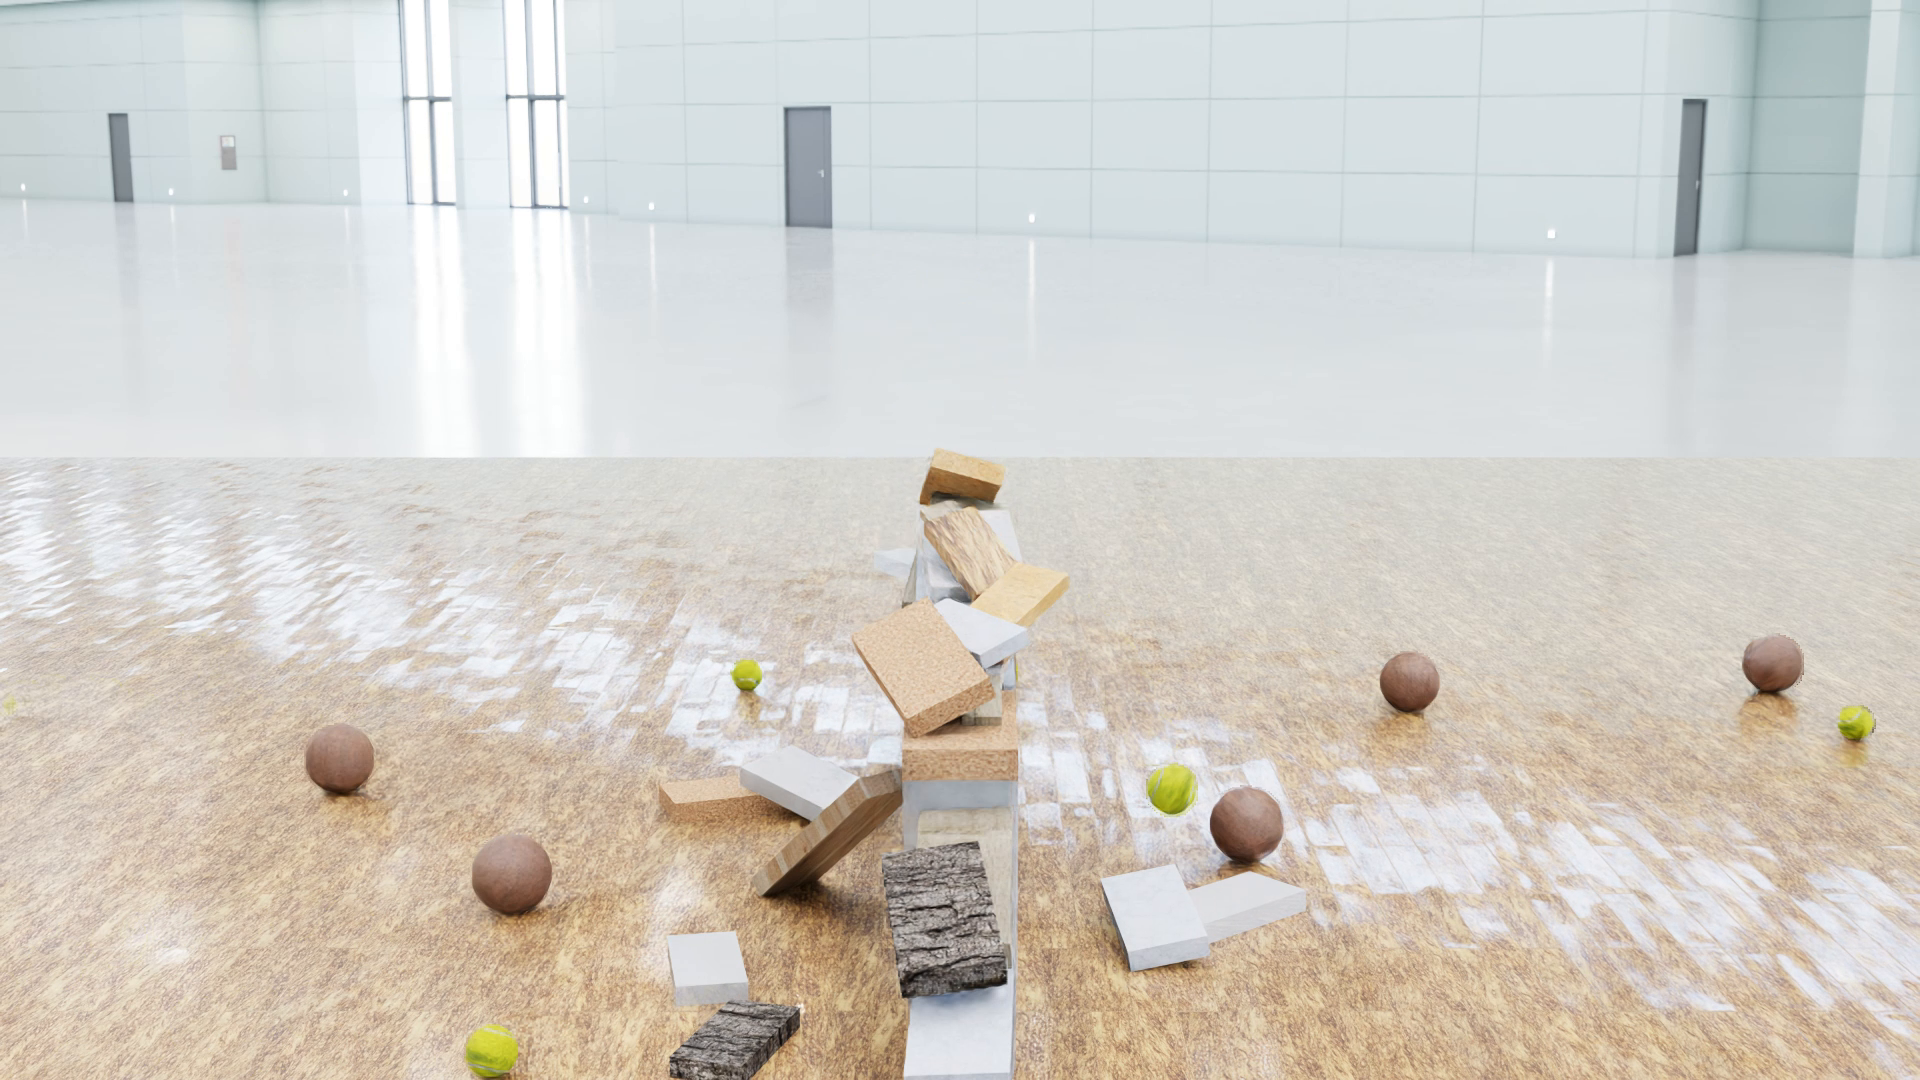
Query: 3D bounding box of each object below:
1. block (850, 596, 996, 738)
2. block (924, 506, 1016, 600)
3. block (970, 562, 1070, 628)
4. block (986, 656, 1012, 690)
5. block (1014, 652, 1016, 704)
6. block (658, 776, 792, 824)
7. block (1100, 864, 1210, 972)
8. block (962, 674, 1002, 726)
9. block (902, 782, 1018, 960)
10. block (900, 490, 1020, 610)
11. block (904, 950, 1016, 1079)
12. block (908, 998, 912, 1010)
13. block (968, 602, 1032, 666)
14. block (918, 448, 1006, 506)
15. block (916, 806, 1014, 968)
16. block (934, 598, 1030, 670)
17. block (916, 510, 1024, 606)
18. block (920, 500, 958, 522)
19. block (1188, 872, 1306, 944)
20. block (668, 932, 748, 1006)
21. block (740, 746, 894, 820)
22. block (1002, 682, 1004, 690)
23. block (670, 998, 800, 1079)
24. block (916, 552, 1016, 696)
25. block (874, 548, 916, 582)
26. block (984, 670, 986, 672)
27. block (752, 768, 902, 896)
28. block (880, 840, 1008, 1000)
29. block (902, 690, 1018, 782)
[{"bbox_3d":[-0.058,0.188,3.305,0.134,0.038,0.268,-26,32,-9],"label":"block"},{"bbox_3d":[0.026,0.026,3.733,0.097,0.028,0.194,-20,48,-21],"label":"block"},{"bbox_3d":[0.063,0.122,3.528,0.097,0.028,0.296,12,32,28],"label":"block"},{"bbox_3d":[0.019,0.200,3.541,0.110,0.031,0.220,1,15,7],"label":"block"},{"bbox_3d":[0.018,0.317,4.168,0.176,0.352,0.050,0,4,-2],"label":"block"},{"bbox_3d":[-0.389,0.480,4.155,0.336,0.038,0.135,-4,11,-20],"label":"block"},{"bbox_3d":[0.303,0.588,3.441,0.123,0.035,0.247,-11,18,-3],"label":"block"},{"bbox_3d":[0.032,0.240,3.308,0.059,0.017,0.117,0,29,-1],"label":"block"},{"bbox_3d":[0.001,0.498,3.242,0.167,0.334,0.047,0,14,0],"label":"block"},{"bbox_3d":[0.002,0.042,4.066,0.168,0.048,0.337,11,39,3],"label":"block"},{"bbox_3d":[0.003,0.611,2.790,0.130,0.037,0.259,-3,24,4],"label":"block"},{"bbox_3d":[-0.003,0.580,3.002,0.130,0.037,0.259,-4,15,0],"label":"block"},{"bbox_3d":[0.043,0.152,3.589,0.110,0.031,0.220,3,16,14],"label":"block"},{"bbox_3d":[0.002,-0.104,4.198,0.135,0.038,0.269,15,-15,-3],"label":"block"},{"bbox_3d":[0.005,0.474,3.016,0.134,0.038,0.353,-3,23,3],"label":"block"},{"bbox_3d":[0.007,0.145,3.419,0.097,0.028,0.194,-27,29,-33],"label":"block"},{"bbox_3d":[0.018,0.034,3.863,0.168,0.048,0.337,0,24,-6],"label":"block"},{"bbox_3d":[-0.019,-0.026,3.831,0.058,0.017,0.117,-18,38,-19],"label":"block"},{"bbox_3d":[0.430,0.594,3.553,0.247,0.035,0.123,-9,14,-40],"label":"block"},{"bbox_3d":[-0.381,0.642,3.305,0.105,0.030,0.211,-2,11,-11],"label":"block"},{"bbox_3d":[-0.266,0.464,4.081,0.269,0.038,0.135,21,27,36],"label":"block"},{"bbox_3d":[0.022,0.182,3.695,0.110,0.031,0.306,3,34,1],"label":"block"},{"bbox_3d":[-0.309,0.692,3.036,0.105,0.030,0.211,3,11,17],"label":"block"},{"bbox_3d":[0.007,0.149,3.815,0.168,0.048,0.391,0,34,0],"label":"block"},{"bbox_3d":[-0.064,0.053,4.254,0.116,0.033,0.232,-6,12,-28],"label":"block"},{"bbox_3d":[0.010,0.213,3.408,0.058,0.017,0.117,-1,24,0],"label":"block"},{"bbox_3d":[-0.201,0.475,3.576,0.123,0.035,0.364,-10,-26,-42],"label":"block"},{"bbox_3d":[-0.024,0.492,2.872,0.134,0.038,0.268,-7,27,-4],"label":"block"},{"bbox_3d":[0.001,0.291,3.306,0.167,0.047,0.334,0,11,0],"label":"block"}]
